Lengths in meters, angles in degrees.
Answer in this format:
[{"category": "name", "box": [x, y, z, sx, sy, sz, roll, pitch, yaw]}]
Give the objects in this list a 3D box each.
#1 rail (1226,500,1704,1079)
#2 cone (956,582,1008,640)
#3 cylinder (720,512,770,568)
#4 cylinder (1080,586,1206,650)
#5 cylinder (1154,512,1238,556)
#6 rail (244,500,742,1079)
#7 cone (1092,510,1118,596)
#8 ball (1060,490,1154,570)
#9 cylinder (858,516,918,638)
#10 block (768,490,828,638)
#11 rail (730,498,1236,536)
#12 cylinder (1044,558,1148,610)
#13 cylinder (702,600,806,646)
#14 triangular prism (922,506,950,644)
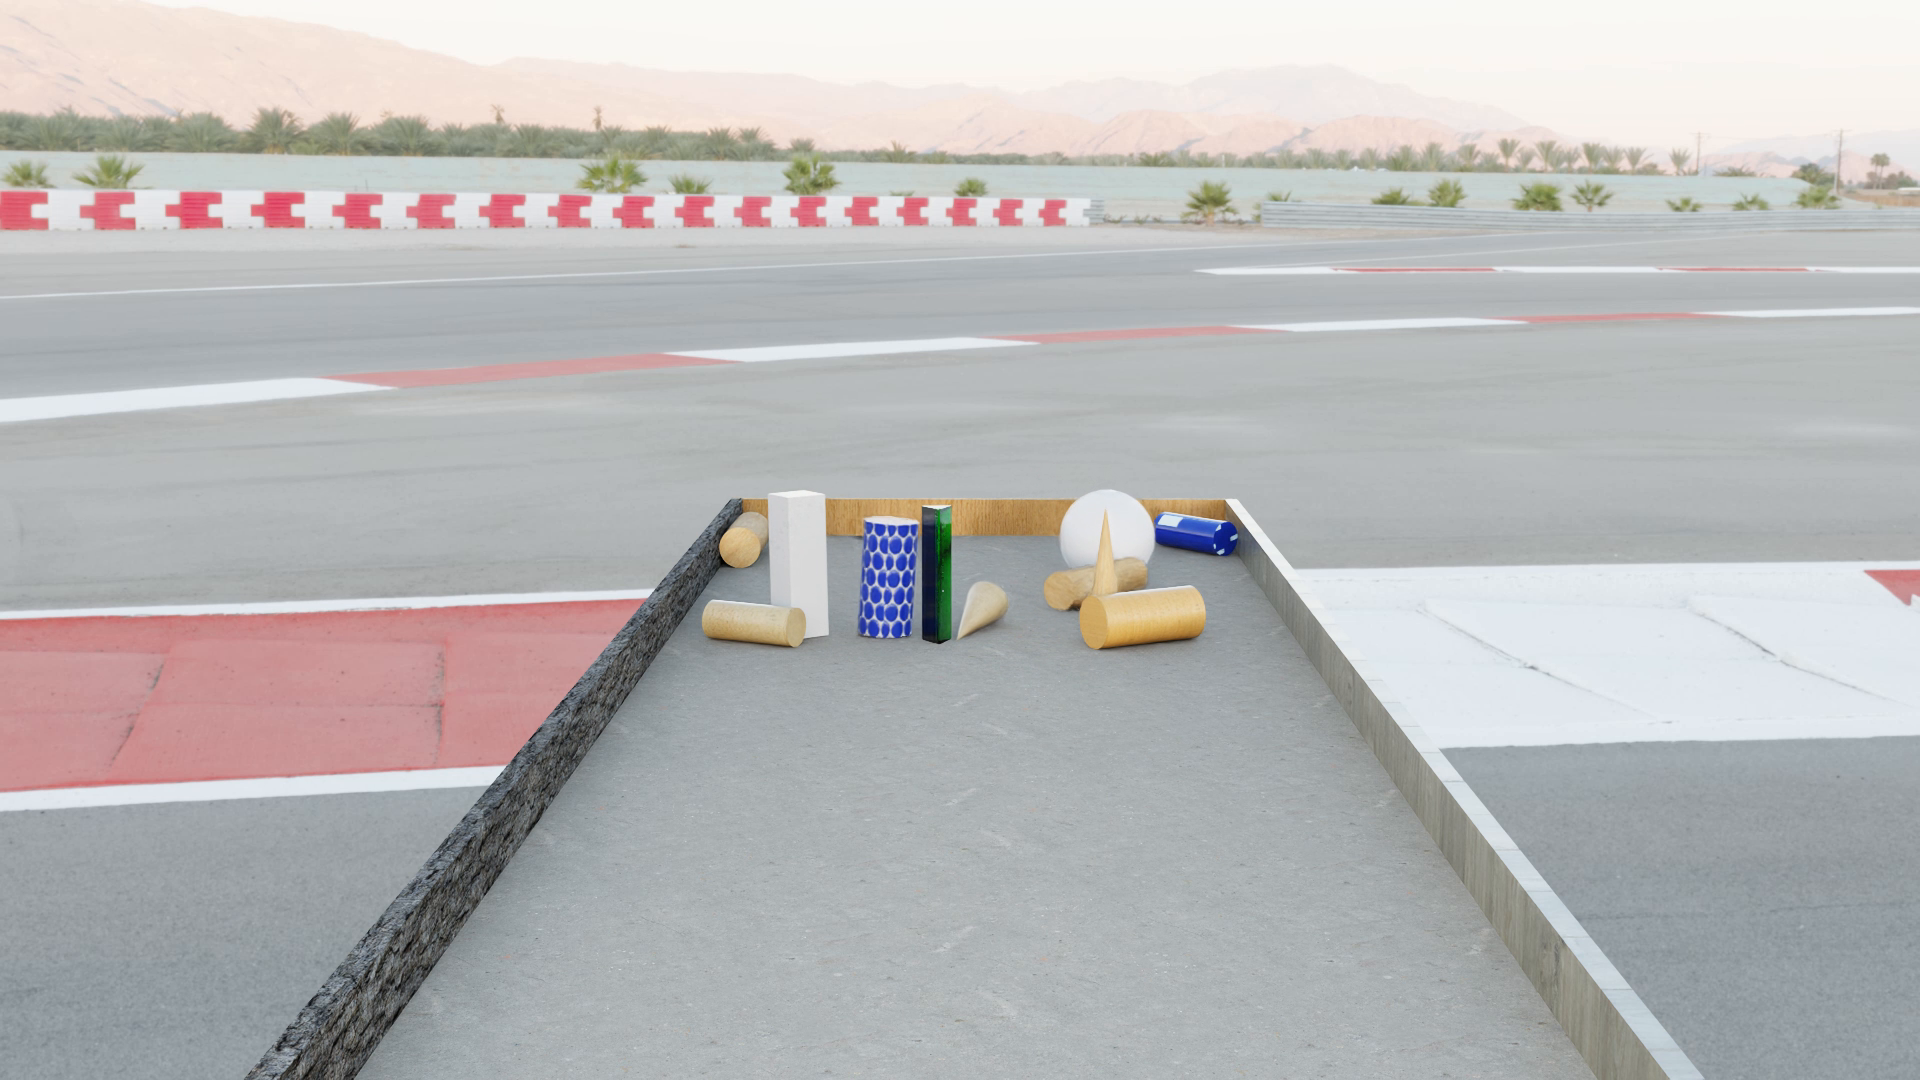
[{"category": "rail", "box": [1.046, 0.843, 3.208, 0.050, 0.150, 12.000, 0, 9, 1]}, {"category": "cone", "box": [0.040, 0.261, 7.135, 0.144, 0.144, 0.325, 3, 22, 19]}, {"category": "cylinder", "box": [-0.831, -0.003, 8.534, 0.155, 0.155, 0.415, 0, 9, 1]}, {"category": "cylinder", "box": [0.577, 0.243, 6.940, 0.363, 0.169, 0.169, -5, 10, -27]}, {"category": "cylinder", "box": [0.932, -0.025, 8.736, 0.135, 0.135, 0.342, -7, 11, -38]}, {"category": "rail", "box": [-1.004, 0.839, 3.234, 0.050, 0.150, 12.000, 0, 9, 1]}, {"category": "cone", "box": [0.463, 0.097, 7.013, 0.126, 0.433, 0.126, 0, 9, 0]}, {"category": "ball", "box": [0.532, -0.010, 7.966, 0.346, 0.346, 0.346, 0, 9, 0]}, {"category": "cylinder", "box": [-0.231, 0.118, 7.066, 0.176, 0.365, 0.176, 4, 9, -1]}, {"category": "block", "box": [-0.518, 0.078, 7.049, 0.134, 0.455, 0.134, -6, 10, -33]}, {"category": "rail", "box": [0.099, -0.098, 9.147, 2.100, 0.150, 0.050, 0, 9, 1]}, {"category": "cylinder", "box": [0.476, 0.151, 7.639, 0.131, 0.131, 0.425, 8, 12, 40]}, {"category": "cylinder", "box": [-0.651, 0.263, 6.956, 0.310, 0.123, 0.123, 4, 10, 26]}, {"category": "triangular prism", "box": [-0.061, 0.107, 6.963, 0.079, 0.430, 0.092, -6, 11, -35]}]
